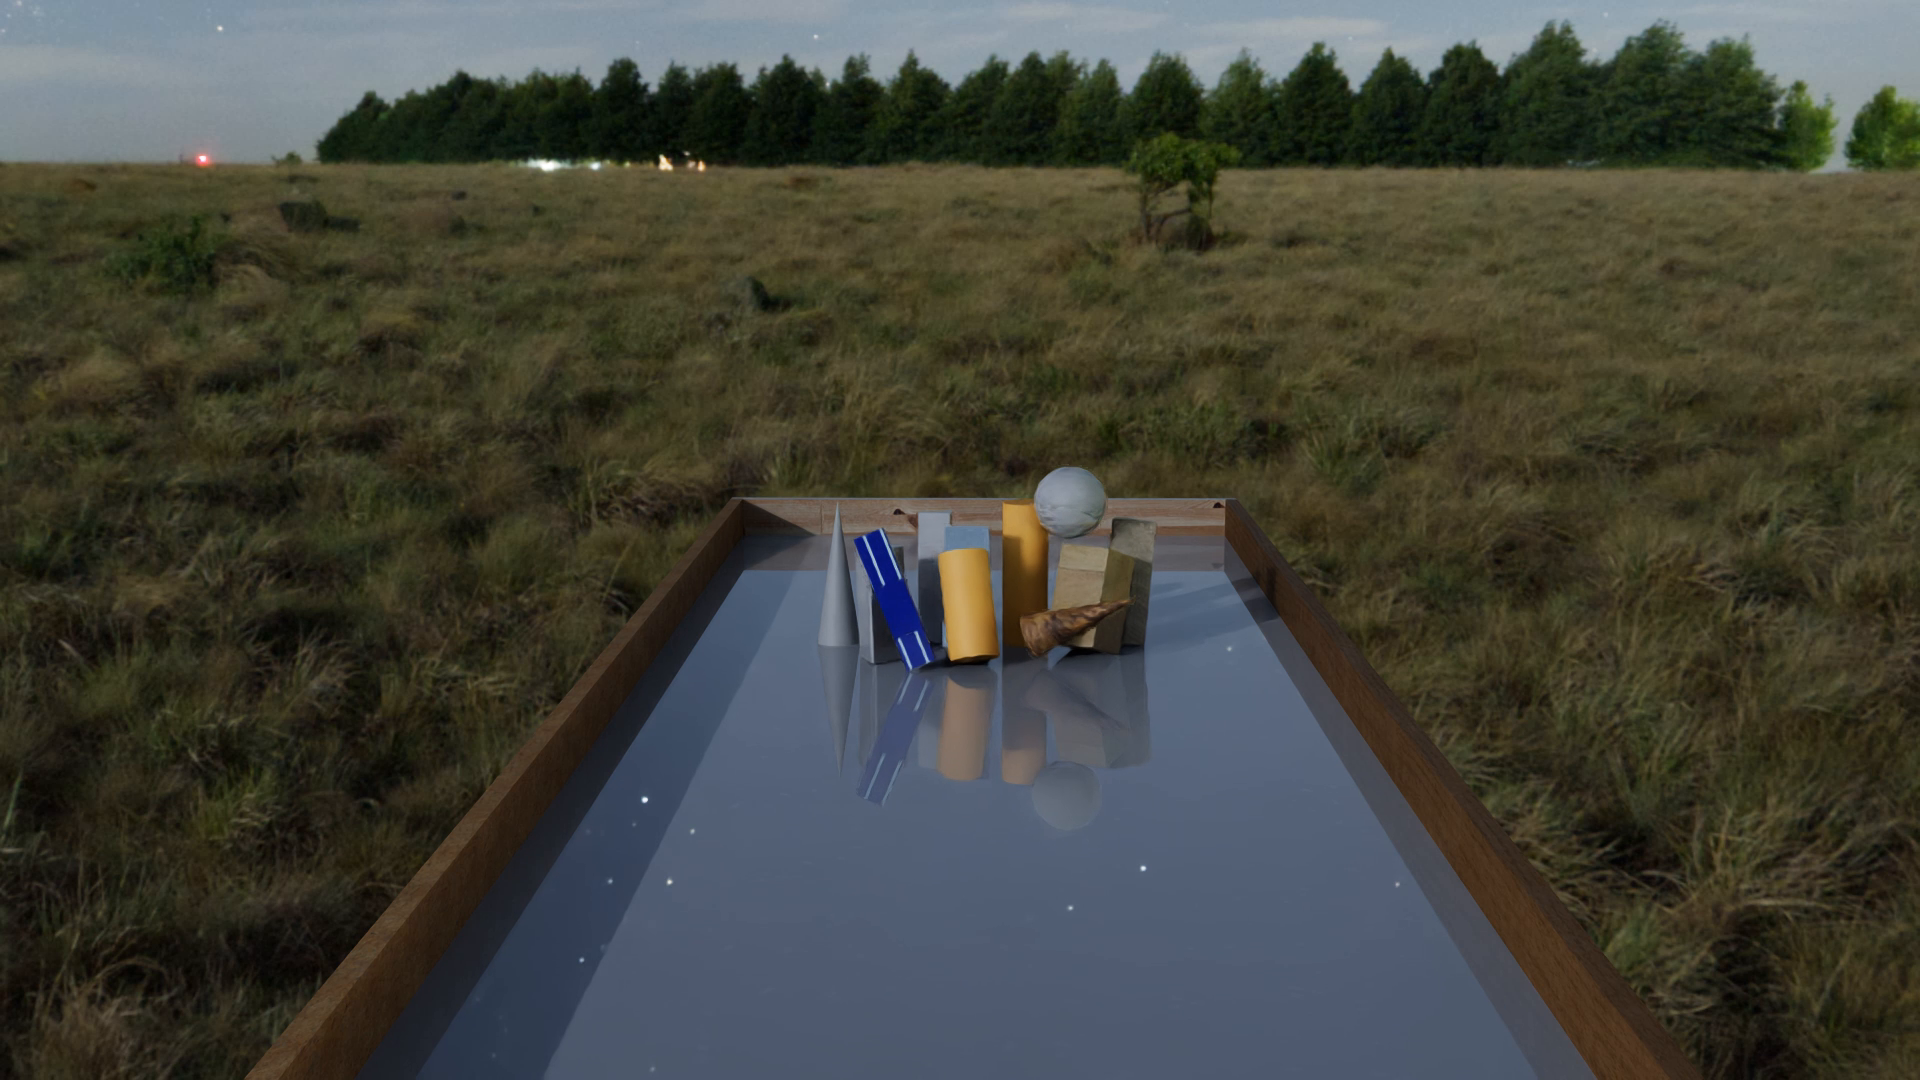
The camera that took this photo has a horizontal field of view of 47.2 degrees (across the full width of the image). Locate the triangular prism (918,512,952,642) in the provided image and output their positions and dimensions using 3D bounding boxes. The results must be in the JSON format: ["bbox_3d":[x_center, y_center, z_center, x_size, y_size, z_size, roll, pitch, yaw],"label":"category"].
[{"bbox_3d":[-0.053,0.115,6.963,0.121,0.408,0.105,2,5,32],"label":"triangular prism"}]

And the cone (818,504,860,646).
[{"bbox_3d":[-0.384,0.098,6.938,0.139,0.455,0.139,0,9,0],"label":"cone"}]

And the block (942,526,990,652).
[{"bbox_3d":[0.021,0.154,6.769,0.136,0.374,0.136,0,-10,3],"label":"block"}]

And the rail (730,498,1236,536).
[{"bbox_3d":[0.099,-0.098,9.147,2.100,0.150,0.050,0,9,1],"label":"rail"}]

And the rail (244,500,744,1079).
[{"bbox_3d":[-1.004,0.839,3.234,0.050,0.150,12.000,0,9,1],"label":"rail"}]

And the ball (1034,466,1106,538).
[{"bbox_3d":[0.339,-0.115,6.777,0.224,0.224,0.224,0,9,0],"label":"ball"}]

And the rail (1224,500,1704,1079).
[{"bbox_3d":[1.046,0.843,3.208,0.050,0.150,12.000,0,9,1],"label":"rail"}]

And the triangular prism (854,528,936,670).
[{"bbox_3d":[-0.190,0.173,6.571,0.095,0.422,0.082,-22,3,6],"label":"triangular prism"}]

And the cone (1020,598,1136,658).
[{"bbox_3d":[0.373,0.233,6.629,0.357,0.138,0.138,-21,3,17],"label":"cone"}]

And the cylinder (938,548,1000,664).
[{"bbox_3d":[0.025,0.199,6.615,0.151,0.325,0.151,-6,-10,-1],"label":"cylinder"}]

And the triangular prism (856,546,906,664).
[{"bbox_3d":[-0.264,0.191,6.698,0.130,0.341,0.150,4,9,44],"label":"triangular prism"}]

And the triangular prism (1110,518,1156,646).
[{"bbox_3d":[0.508,0.127,6.946,0.148,0.388,0.129,5,3,-20],"label":"triangular prism"}]

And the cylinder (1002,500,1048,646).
[{"bbox_3d":[0.206,0.102,6.938,0.144,0.447,0.144,0,9,0],"label":"cylinder"}]

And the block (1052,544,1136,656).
[{"bbox_3d":[0.403,0.183,6.764,0.167,0.306,0.167,6,-7,34],"label":"block"}]
